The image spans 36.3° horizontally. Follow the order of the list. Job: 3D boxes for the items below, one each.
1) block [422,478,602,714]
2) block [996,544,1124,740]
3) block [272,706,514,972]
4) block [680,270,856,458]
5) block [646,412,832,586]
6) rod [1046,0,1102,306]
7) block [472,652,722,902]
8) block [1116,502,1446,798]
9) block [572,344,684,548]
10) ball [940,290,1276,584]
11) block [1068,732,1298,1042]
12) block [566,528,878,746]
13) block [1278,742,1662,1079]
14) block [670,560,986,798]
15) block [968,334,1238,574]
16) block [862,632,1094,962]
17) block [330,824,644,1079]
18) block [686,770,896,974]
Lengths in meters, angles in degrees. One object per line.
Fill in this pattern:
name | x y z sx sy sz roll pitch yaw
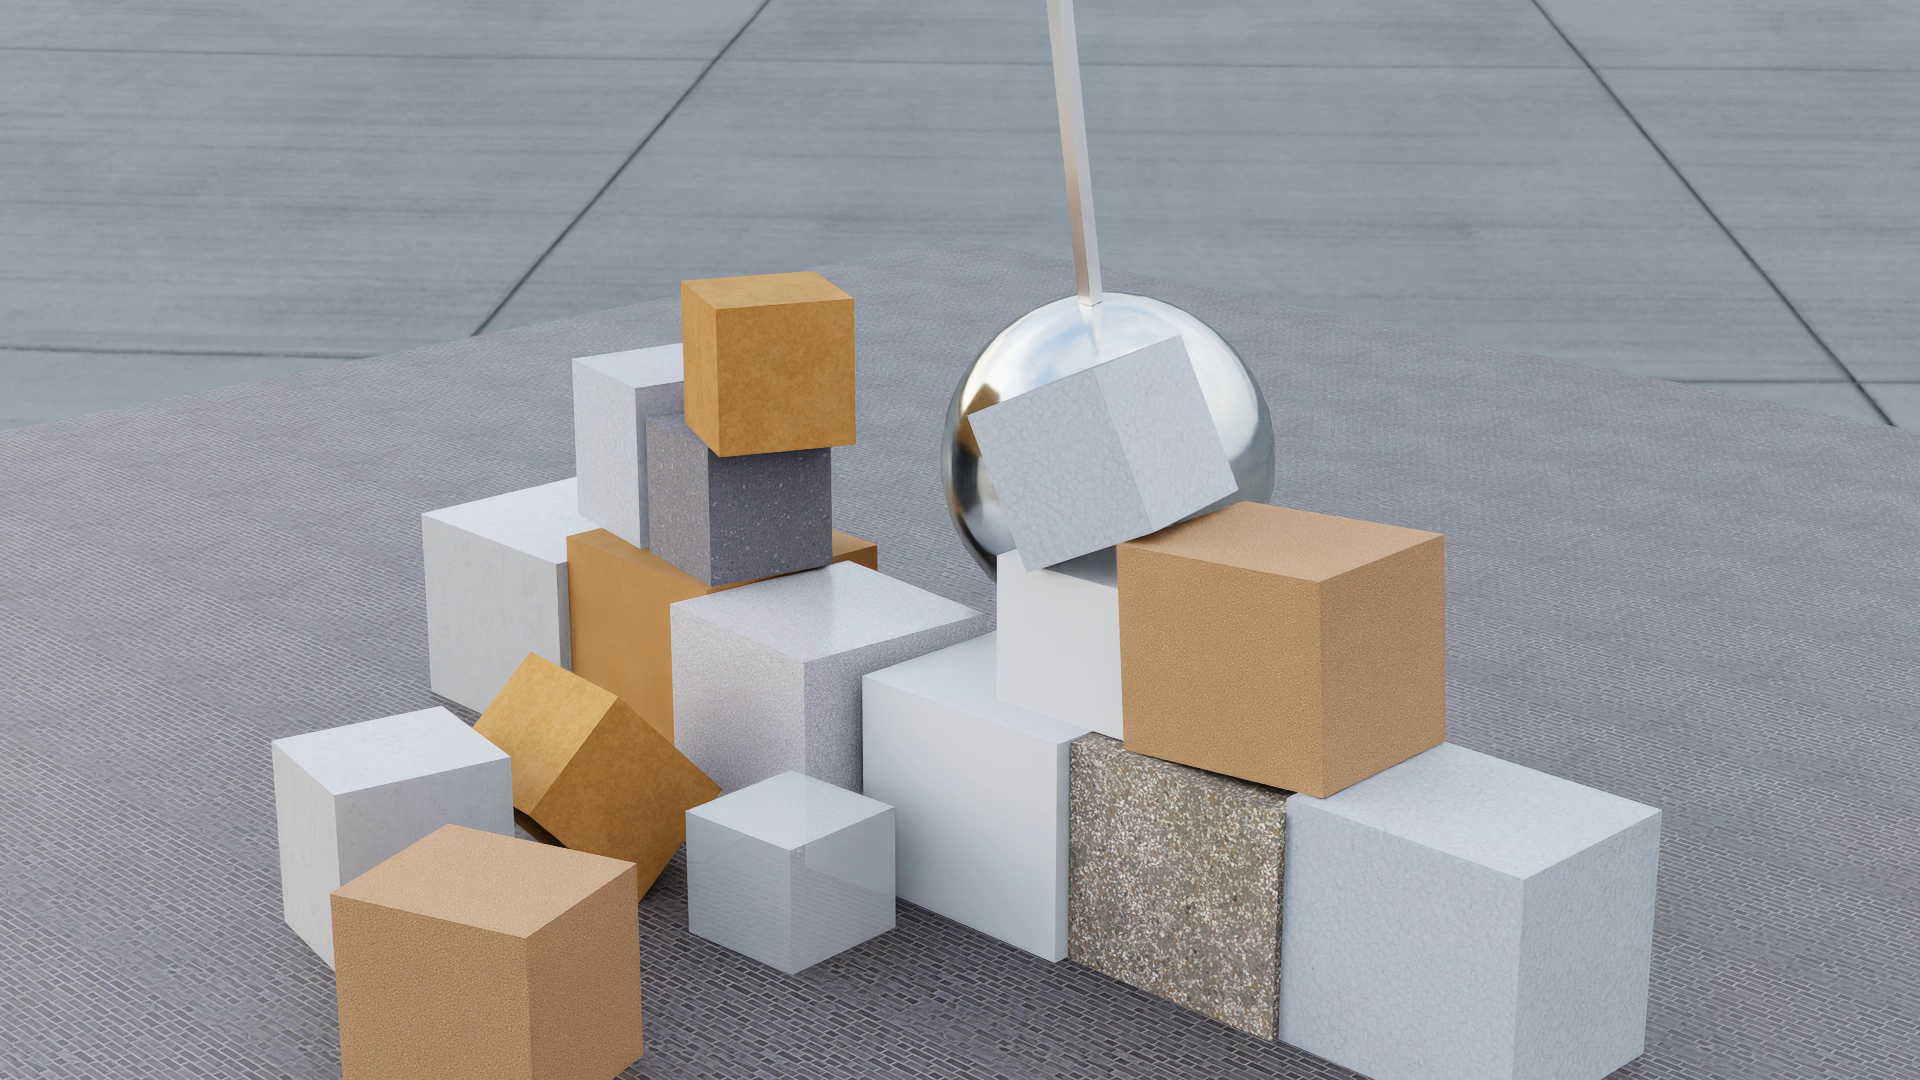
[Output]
block | -1.996 0.343 15.589 1.195 0.998 1.194 -16 23 -41
block | 0.636 0.388 12.661 0.727 0.660 0.618 16 23 41
block | -2.453 1.308 12.752 0.795 0.858 0.734 -11 21 -31
block | -0.905 -0.837 13.805 0.658 0.698 0.640 -6 18 -18
block | -1.070 -0.238 14.202 0.661 0.683 0.647 -11 20 -31
rod | 0.304 -3.463 12.572 0.080 5.200 0.080 17 33 42
block | -1.701 1.071 13.255 0.749 0.779 0.643 21 70 48
block | 1.326 0.425 12.081 1.025 0.886 0.852 11 20 42
block | -1.474 -0.490 14.780 0.690 0.817 0.700 -11 20 -31
ball | 0.702 -0.384 13.957 1.600 1.600 1.600 0 17 0
block | 1.239 1.327 12.461 1.117 0.996 1.073 16 24 42
block | -1.188 0.541 14.743 1.063 1.128 1.147 -15 23 -40
block | 2.019 1.540 11.682 1.118 1.056 0.937 17 24 42
block | -0.619 0.847 13.807 1.047 1.105 1.047 -14 22 -37
block | 0.610 -0.368 12.417 0.675 0.709 0.728 -19 4 37
block | 0.403 1.083 13.224 1.188 1.004 1.186 17 24 42
block | -1.843 1.712 11.504 0.900 0.836 0.765 8 19 25
block | -0.736 1.440 12.808 0.640 0.573 0.643 15 23 40
